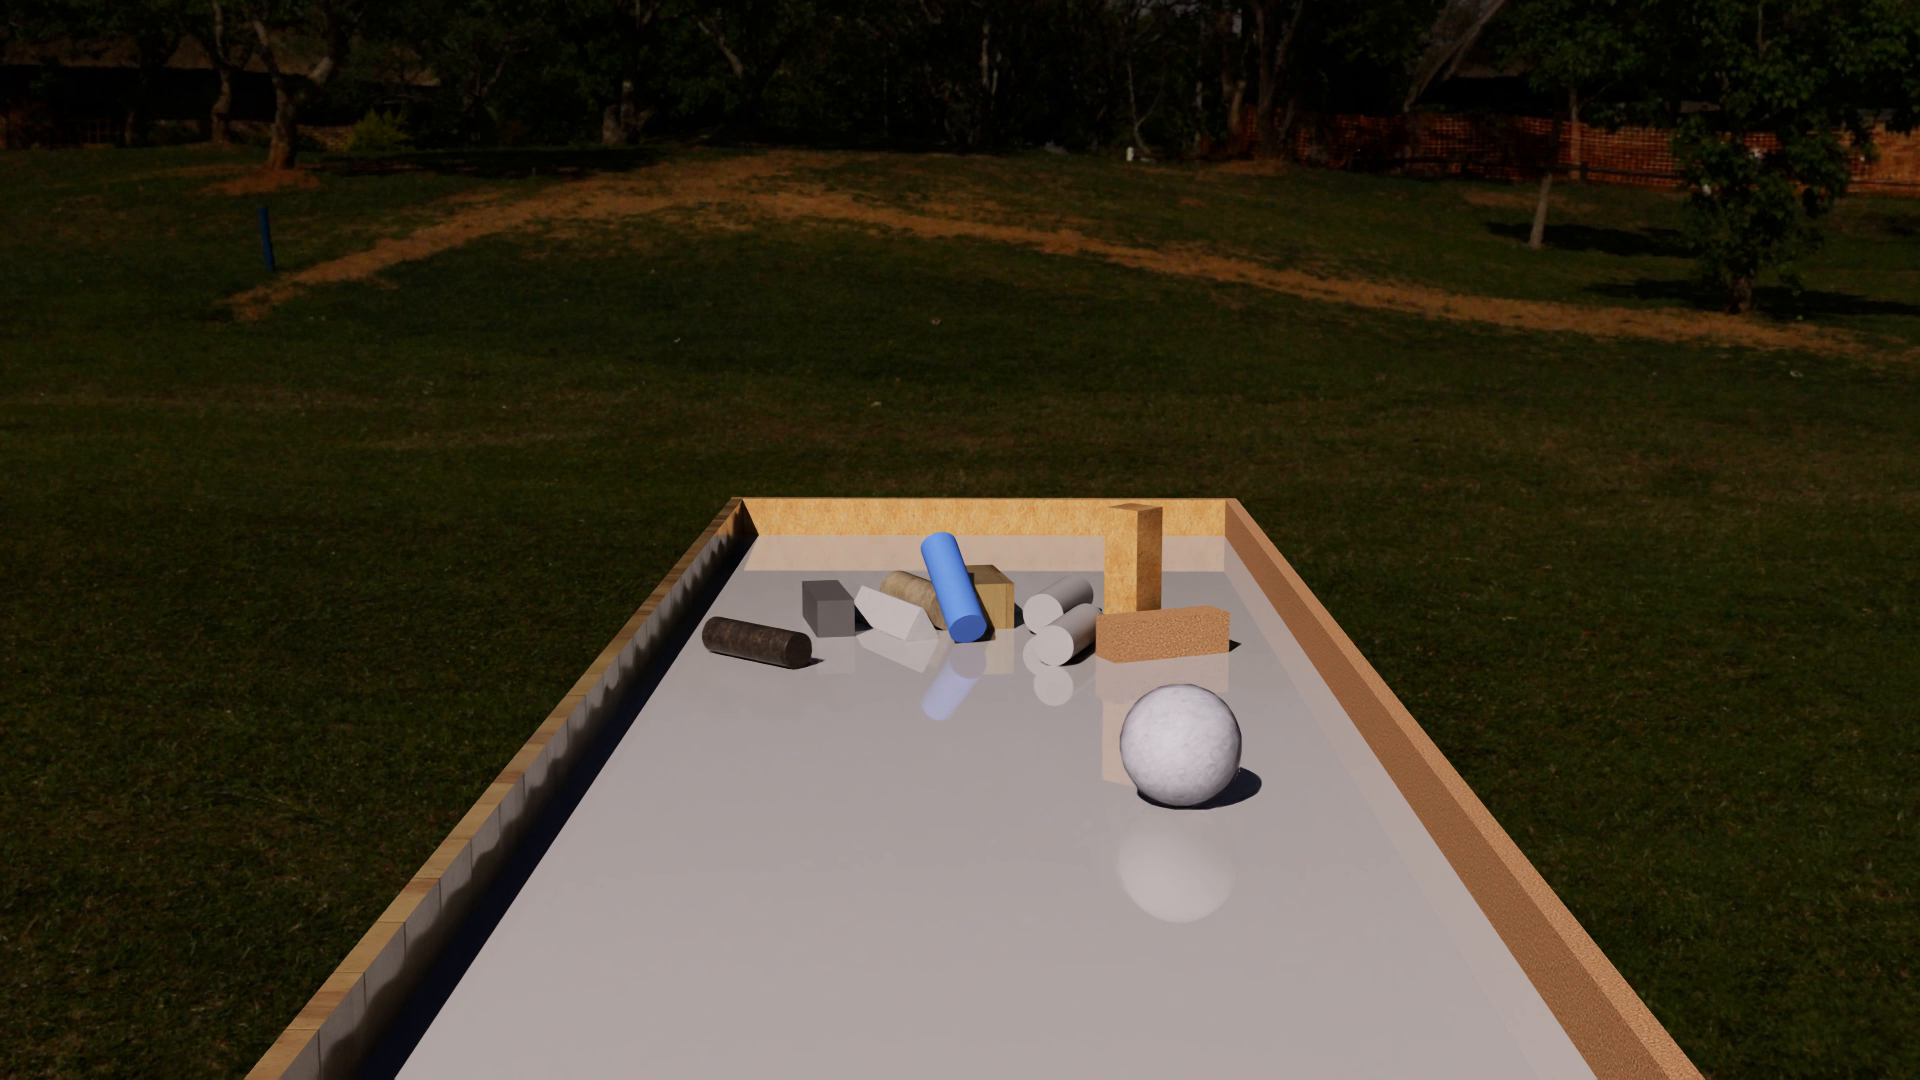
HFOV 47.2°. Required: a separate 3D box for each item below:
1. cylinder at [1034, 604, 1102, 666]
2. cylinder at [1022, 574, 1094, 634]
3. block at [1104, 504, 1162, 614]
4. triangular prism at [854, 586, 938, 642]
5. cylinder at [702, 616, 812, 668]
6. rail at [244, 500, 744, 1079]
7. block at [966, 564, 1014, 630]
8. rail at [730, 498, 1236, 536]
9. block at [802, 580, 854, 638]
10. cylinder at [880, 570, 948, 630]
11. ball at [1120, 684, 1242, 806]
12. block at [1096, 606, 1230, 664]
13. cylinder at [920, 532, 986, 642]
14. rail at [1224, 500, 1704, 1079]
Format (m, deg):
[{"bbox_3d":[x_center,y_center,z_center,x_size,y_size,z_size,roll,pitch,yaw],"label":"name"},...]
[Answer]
[{"bbox_3d":[0.341,0.290,6.785,0.125,0.125,0.375,3,9,18],"label":"cylinder"},{"bbox_3d":[0.326,0.212,7.239,0.136,0.136,0.375,3,9,18],"label":"cylinder"},{"bbox_3d":[0.543,0.113,6.897,0.128,0.438,0.128,8,12,42],"label":"block"},{"bbox_3d":[-0.223,0.234,7.186,0.119,0.103,0.452,-5,10,-27],"label":"triangular prism"},{"bbox_3d":[-0.620,0.311,6.694,0.376,0.110,0.110,8,12,42],"label":"cylinder"},{"bbox_3d":[-1.004,0.839,3.234,0.050,0.150,12.000,0,9,1],"label":"rail"},{"bbox_3d":[0.070,0.189,7.341,0.150,0.150,0.374,-2,9,-10],"label":"block"},{"bbox_3d":[0.099,-0.098,9.147,2.100,0.150,0.050,0,9,1],"label":"rail"},{"bbox_3d":[-0.434,0.223,7.216,0.120,0.120,0.373,-2,9,-11],"label":"block"},{"bbox_3d":[-0.125,0.198,7.323,0.136,0.136,0.388,-4,10,-26],"label":"cylinder"},{"bbox_3d":[0.513,0.475,5.109,0.283,0.283,0.283,0,9,0],"label":"ball"},{"bbox_3d":[0.625,0.289,6.778,0.398,0.127,0.127,-4,10,-24],"label":"block"},{"bbox_3d":[-0.022,0.150,7.059,0.121,0.121,0.398,-3,42,-16],"label":"cylinder"},{"bbox_3d":[1.046,0.843,3.208,0.050,0.150,12.000,0,9,1],"label":"rail"}]
